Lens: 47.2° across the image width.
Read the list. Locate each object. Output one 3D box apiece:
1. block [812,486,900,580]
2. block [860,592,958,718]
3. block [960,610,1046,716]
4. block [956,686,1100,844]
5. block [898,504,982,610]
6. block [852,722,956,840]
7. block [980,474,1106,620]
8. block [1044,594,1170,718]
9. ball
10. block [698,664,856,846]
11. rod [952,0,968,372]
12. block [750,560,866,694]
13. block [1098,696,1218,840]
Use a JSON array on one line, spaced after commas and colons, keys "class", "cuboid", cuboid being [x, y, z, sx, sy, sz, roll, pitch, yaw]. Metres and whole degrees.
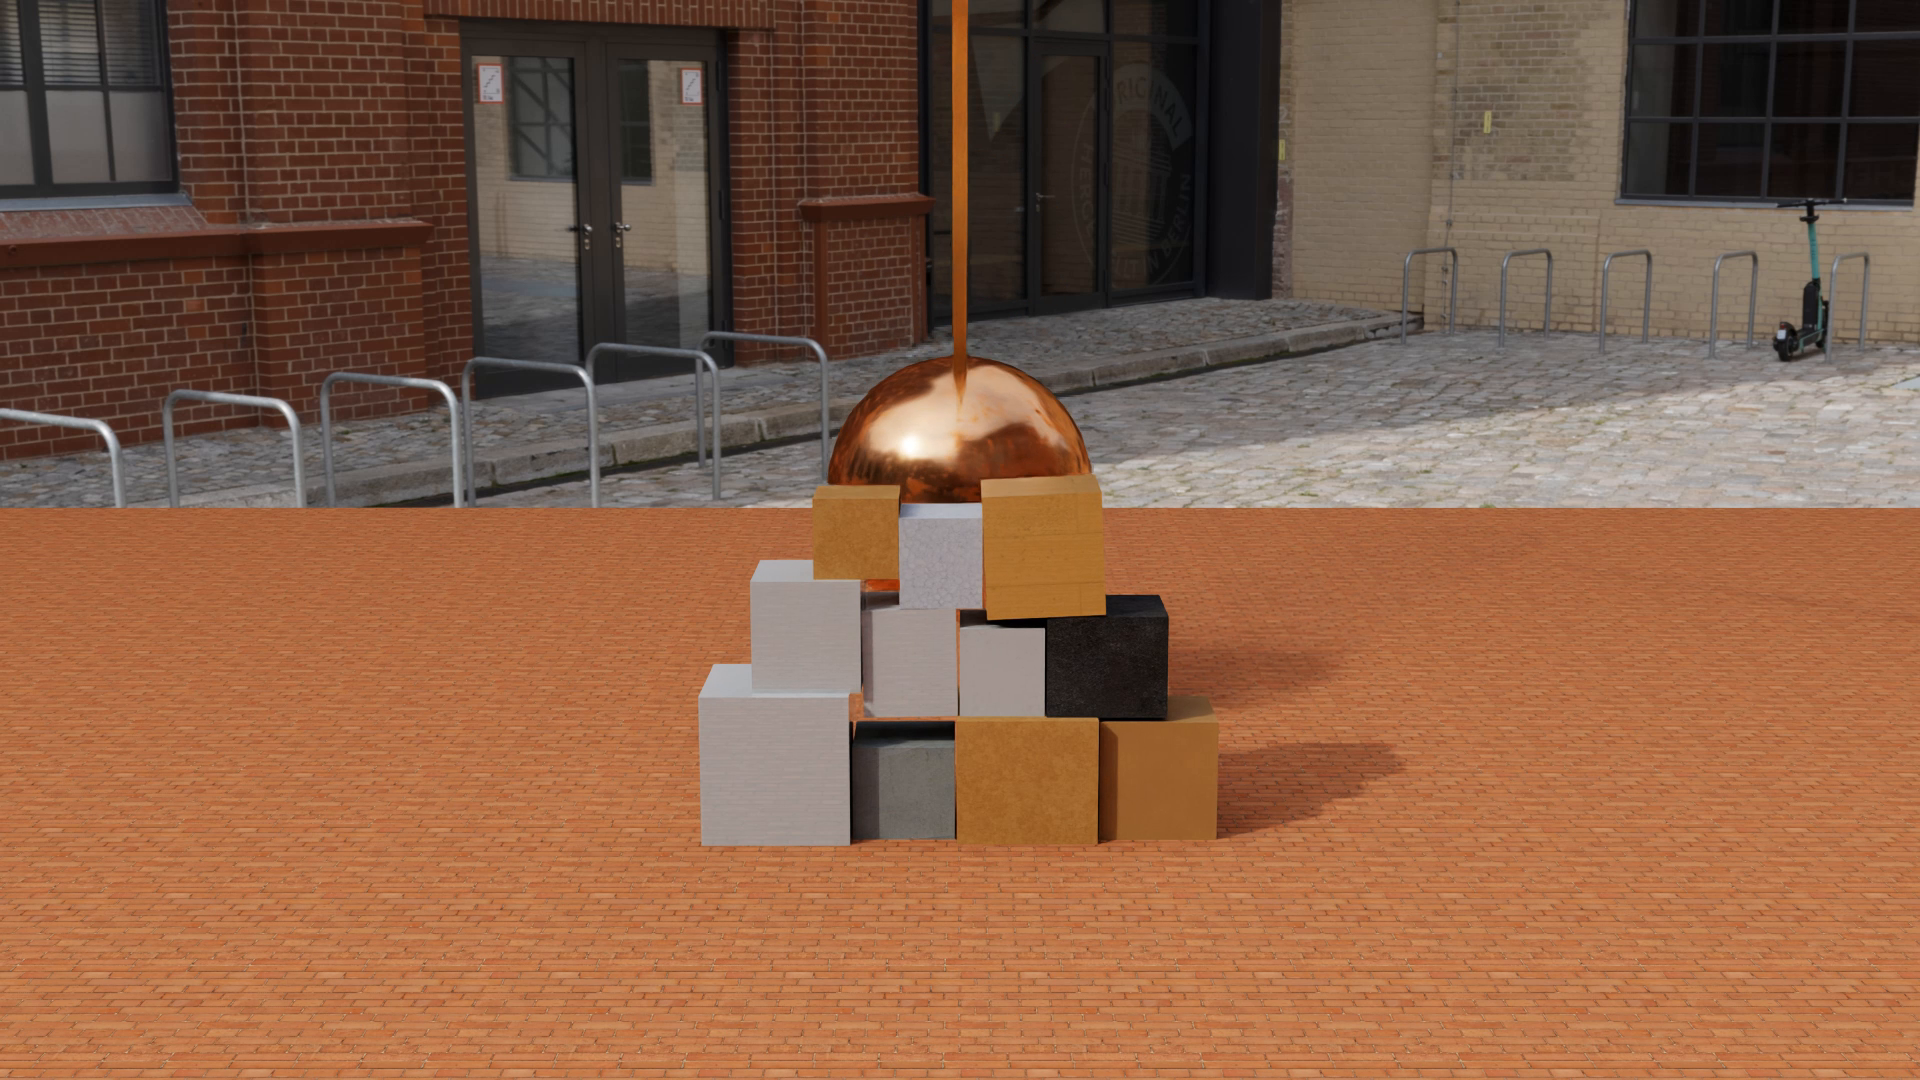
[{"class": "block", "cuboid": [-0.518, -0.041, 11.157, 0.428, 0.409, 0.418, 0, 10, 0]}, {"class": "block", "cuboid": [-0.253, 0.579, 11.280, 0.475, 0.553, 0.465, -1, 10, 0]}, {"class": "block", "cuboid": [0.213, 0.626, 11.275, 0.427, 0.453, 0.466, 0, 10, 0]}, {"class": "block", "cuboid": [0.339, 1.159, 11.401, 0.711, 0.640, 0.710, 0, 10, 0]}, {"class": "block", "cuboid": [-0.095, 0.077, 11.189, 0.417, 0.460, 0.458, 0, 10, 0]}, {"class": "block", "cuboid": [-0.285, 1.240, 11.398, 0.518, 0.483, 0.516, 0, 10, 0]}, {"class": "block", "cuboid": [0.418, 0.029, 11.200, 0.593, 0.620, 0.584, -3, 10, 0]}, {"class": "block", "cuboid": [0.740, 0.590, 11.292, 0.607, 0.518, 0.551, 0, 10, 0]}, {"class": "ball", "cuboid": [0.000, -0.309, 13.233, 1.600, 1.600, 1.600, 0, 10, 0]}, {"class": "block", "cuboid": [-0.929, 1.099, 11.369, 0.749, 0.770, 0.711, 0, 10, 0]}, {"class": "rod", "cuboid": [0.000, -3.238, 11.505, 0.080, 5.200, 0.080, 0, 31, 0]}, {"class": "block", "cuboid": [-0.770, 0.436, 11.267, 0.548, 0.570, 0.577, 0, 10, 0]}, {"class": "block", "cuboid": [1.004, 1.173, 11.391, 0.599, 0.616, 0.543, 0, 10, 0]}]
